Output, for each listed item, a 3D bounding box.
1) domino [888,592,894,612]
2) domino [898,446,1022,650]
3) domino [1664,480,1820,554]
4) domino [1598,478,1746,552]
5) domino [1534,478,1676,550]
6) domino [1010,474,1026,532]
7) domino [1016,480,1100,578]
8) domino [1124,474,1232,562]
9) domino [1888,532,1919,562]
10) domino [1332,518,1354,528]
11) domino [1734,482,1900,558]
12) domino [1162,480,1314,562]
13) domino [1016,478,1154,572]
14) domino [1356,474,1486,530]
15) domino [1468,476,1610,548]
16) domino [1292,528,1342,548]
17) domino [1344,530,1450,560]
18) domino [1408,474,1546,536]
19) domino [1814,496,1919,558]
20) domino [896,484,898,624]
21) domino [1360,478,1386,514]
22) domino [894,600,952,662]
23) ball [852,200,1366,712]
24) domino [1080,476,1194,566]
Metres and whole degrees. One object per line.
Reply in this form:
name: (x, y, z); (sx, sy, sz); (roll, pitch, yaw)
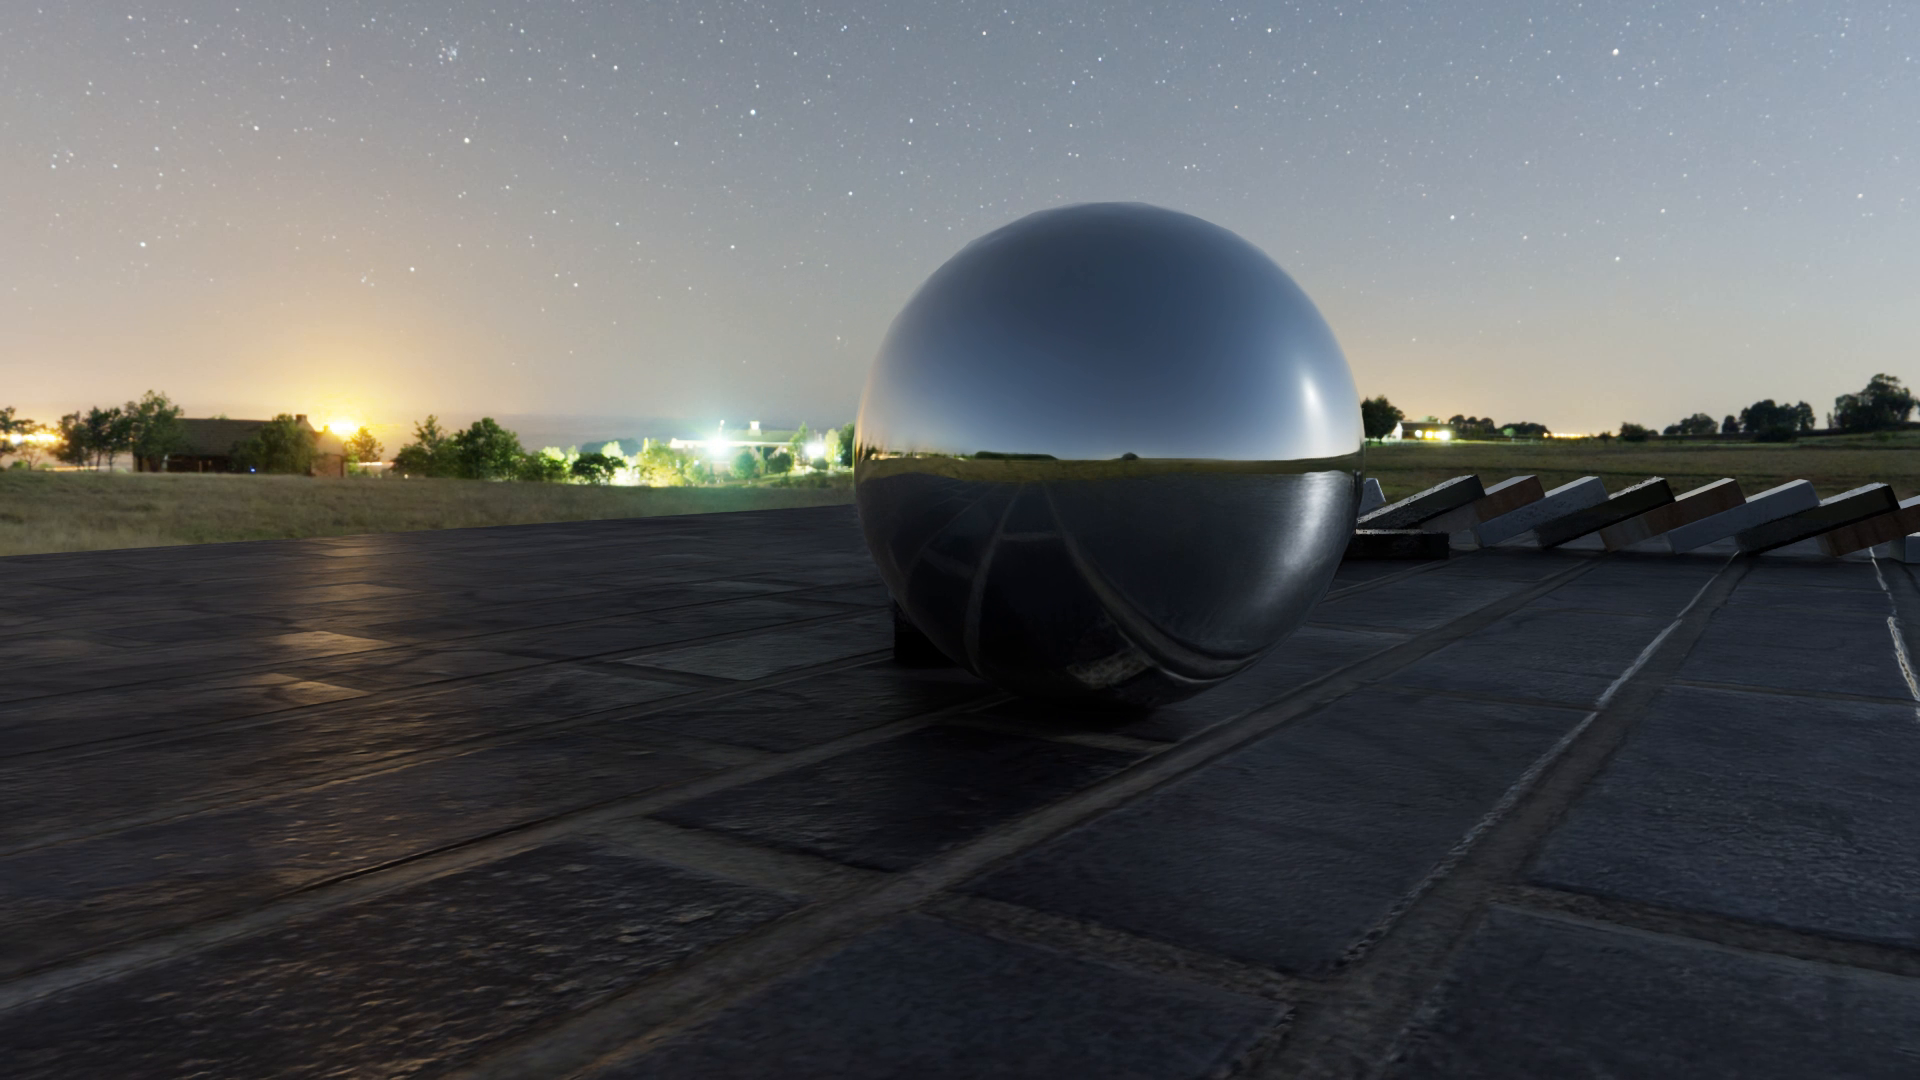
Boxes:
domino: (-0.005, 0.001, 0.344); (0.025, 0.010, 0.050); (0, 30, 0)
domino: (-0.001, 0.001, 0.278); (0.025, 0.010, 0.050); (0, 49, -3)
domino: (0.300, -0.009, 0.494); (0.050, 0.009, 0.025); (-24, -6, 25)
domino: (0.279, -0.010, 0.505); (0.050, 0.009, 0.025); (-24, -6, 23)
domino: (0.257, -0.011, 0.515); (0.050, 0.009, 0.025); (-24, -5, 21)
domino: (0.004, -0.005, 0.412); (0.025, 0.009, 0.050); (-1, 31, 16)
domino: (0.023, -0.005, 0.429); (0.025, 0.009, 0.050); (3, 31, 39)
domino: (0.076, -0.009, 0.476); (0.025, 0.009, 0.050); (1, 29, 48)
domino: (0.367, 0.003, 0.461); (0.050, 0.010, 0.025); (2, 5, 25)
domino: (0.146, -0.011, 0.529); (0.025, 0.009, 0.050); (1, 4, 8)
domino: (0.321, -0.008, 0.484); (0.050, 0.010, 0.025); (-23, -6, 25)
domino: (0.103, -0.008, 0.478); (0.050, 0.009, 0.025); (-25, 10, -12)
domino: (0.042, -0.006, 0.445); (0.025, 0.010, 0.050); (3, 31, 46)
domino: (0.189, -0.012, 0.533); (0.050, 0.010, 0.025); (-23, -1, 3)
domino: (0.236, -0.012, 0.525); (0.050, 0.010, 0.025); (-24, -3, 14)
domino: (0.147, -0.003, 0.549); (0.025, 0.009, 0.050); (1, 4, 9)
domino: (0.154, 0.002, 0.483); (0.050, 0.009, 0.025); (0, 4, -6)
domino: (0.213, -0.012, 0.534); (0.050, 0.009, 0.025); (-23, -1, 4)
domino: (0.345, -0.008, 0.472); (0.050, 0.009, 0.025); (-23, -6, 25)
domino: (-0.004, 0.002, 0.323); (0.025, 0.009, 0.050); (0, 32, -3)
domino: (0.130, -0.009, 0.481); (0.050, 0.010, 0.025); (-25, 7, -8)
domino: (-0.001, 0.002, 0.264); (0.025, 0.009, 0.050); (0, 49, -3)
ball: (0.023, -0.013, 0.205); (0.080, 0.080, 0.080); (0, 4, 0)
domino: (0.059, -0.008, 0.461); (0.025, 0.009, 0.050); (1, 29, 47)
